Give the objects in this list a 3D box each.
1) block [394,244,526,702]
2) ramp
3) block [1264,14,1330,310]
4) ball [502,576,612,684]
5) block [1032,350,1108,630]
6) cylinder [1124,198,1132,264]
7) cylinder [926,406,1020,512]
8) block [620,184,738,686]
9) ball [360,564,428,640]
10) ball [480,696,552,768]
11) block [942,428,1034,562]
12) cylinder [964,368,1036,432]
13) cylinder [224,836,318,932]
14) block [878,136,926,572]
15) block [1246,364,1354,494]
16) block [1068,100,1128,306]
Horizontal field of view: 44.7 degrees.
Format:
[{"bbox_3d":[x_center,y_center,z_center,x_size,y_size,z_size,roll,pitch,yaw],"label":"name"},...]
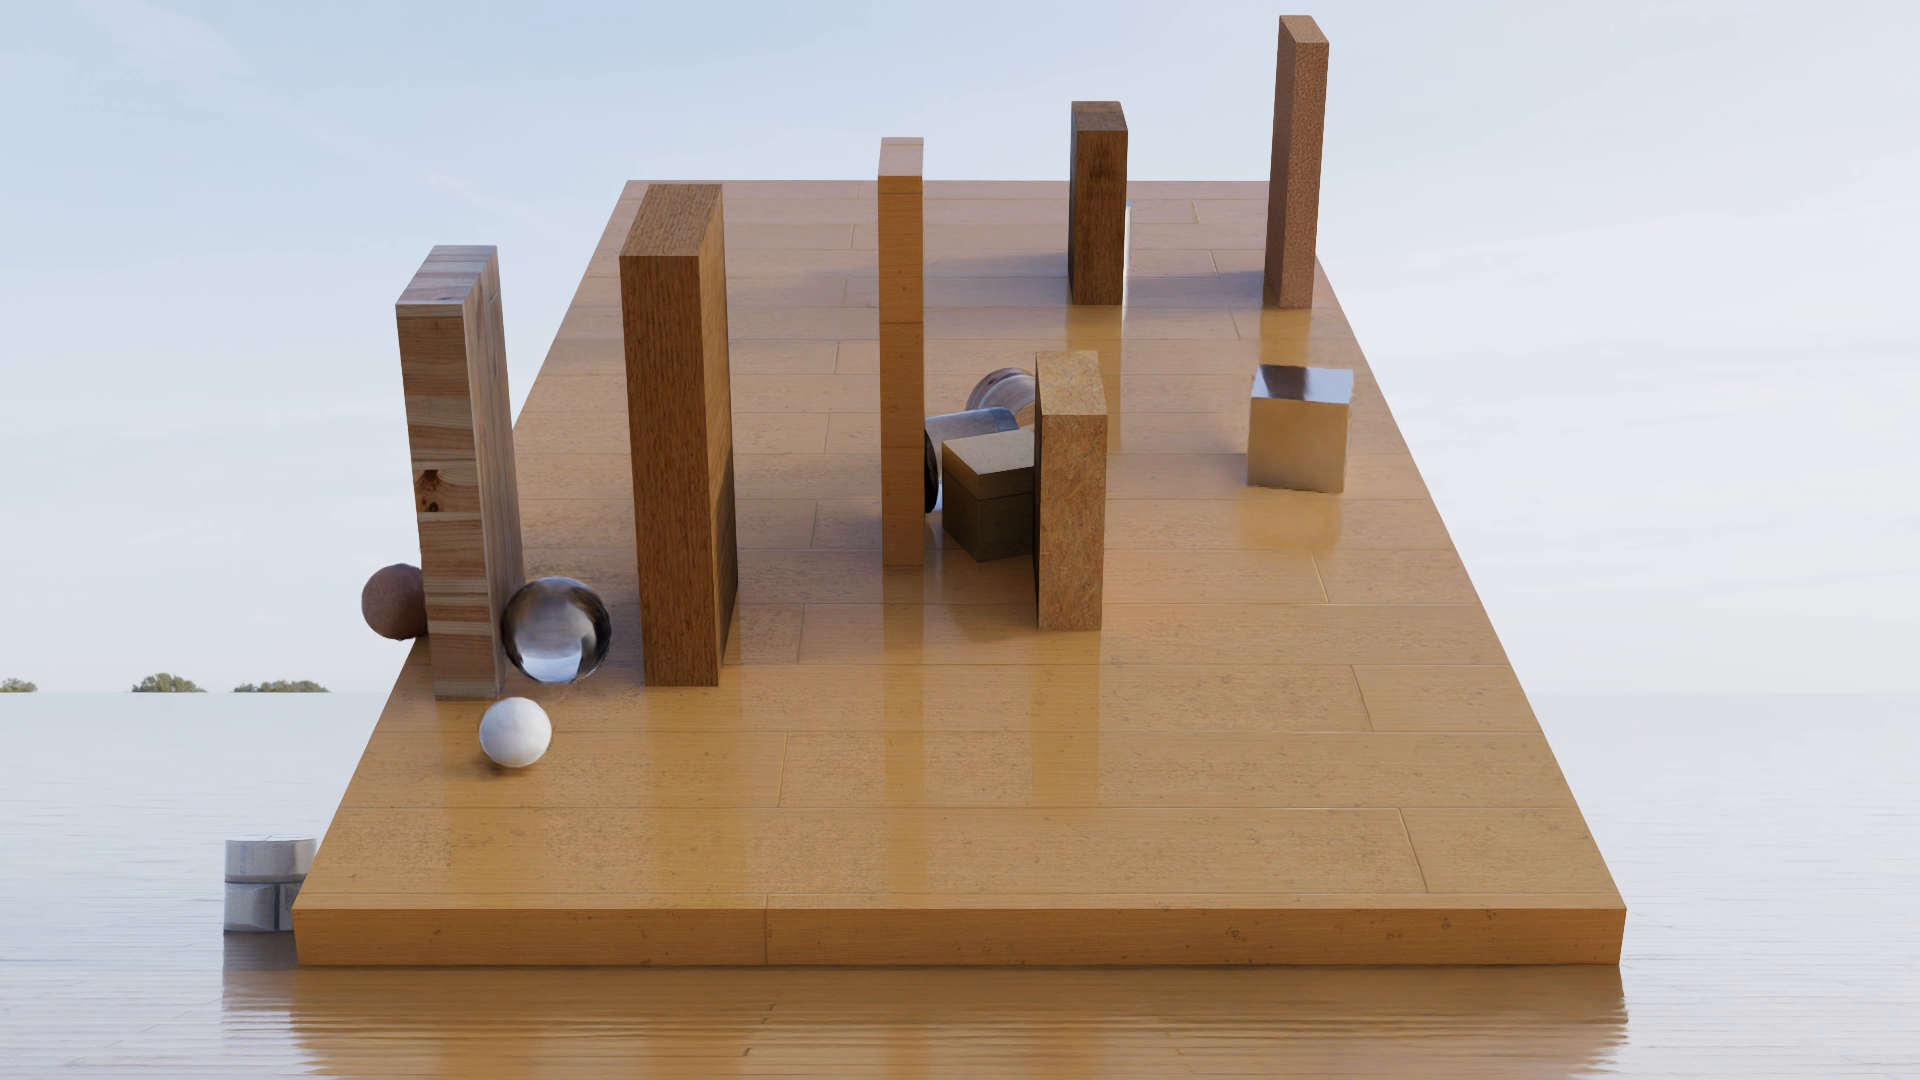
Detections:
[{"bbox_3d":[-0.863,-0.117,4.078,0.109,0.729,0.323,0,24,0],"label":"block"},{"bbox_3d":[-0.008,-0.229,5.333,2.000,0.100,4.000,0,24,0],"label":"ramp"},{"bbox_3d":[0.868,-0.979,6.037,0.082,0.689,0.330,0,24,0],"label":"block"},{"bbox_3d":[-0.714,0.159,4.122,0.191,0.191,0.191,0,-4,0],"label":"ball"},{"bbox_3d":[0.204,-0.098,4.405,0.117,0.429,0.340,0,24,0],"label":"block"},{"bbox_3d":[0.387,-0.844,6.376,0.160,0.160,0.160,0,24,0],"label":"cylinder"},{"bbox_3d":[0.008,-0.168,4.841,0.196,0.196,0.196,-10,0,-21],"label":"cylinder"},{"bbox_3d":[-0.493,-0.191,4.165,0.130,0.794,0.429,0,24,0],"label":"block"},{"bbox_3d":[-1.030,0.114,4.291,0.142,0.142,0.142,0,-4,0],"label":"ball"},{"bbox_3d":[-0.736,0.318,3.861,0.117,0.117,0.117,0,-4,0],"label":"ball"},{"bbox_3d":[0.087,-0.091,4.681,0.189,0.189,0.189,-10,26,-21],"label":"block"},{"bbox_3d":[0.139,-0.246,5.013,0.197,0.197,0.197,2,21,-26],"label":"cylinder"},{"bbox_3d":[-1.205,0.599,4.078,0.156,0.156,0.156,0,-4,0],"label":"cylinder"},{"bbox_3d":[-0.111,-0.357,4.532,0.082,0.796,0.276,0,24,0],"label":"block"},{"bbox_3d":[0.728,-0.240,4.992,0.205,0.205,0.205,5,25,10],"label":"block"},{"bbox_3d":[0.358,-0.883,6.099,0.129,0.460,0.310,0,24,0],"label":"block"}]
